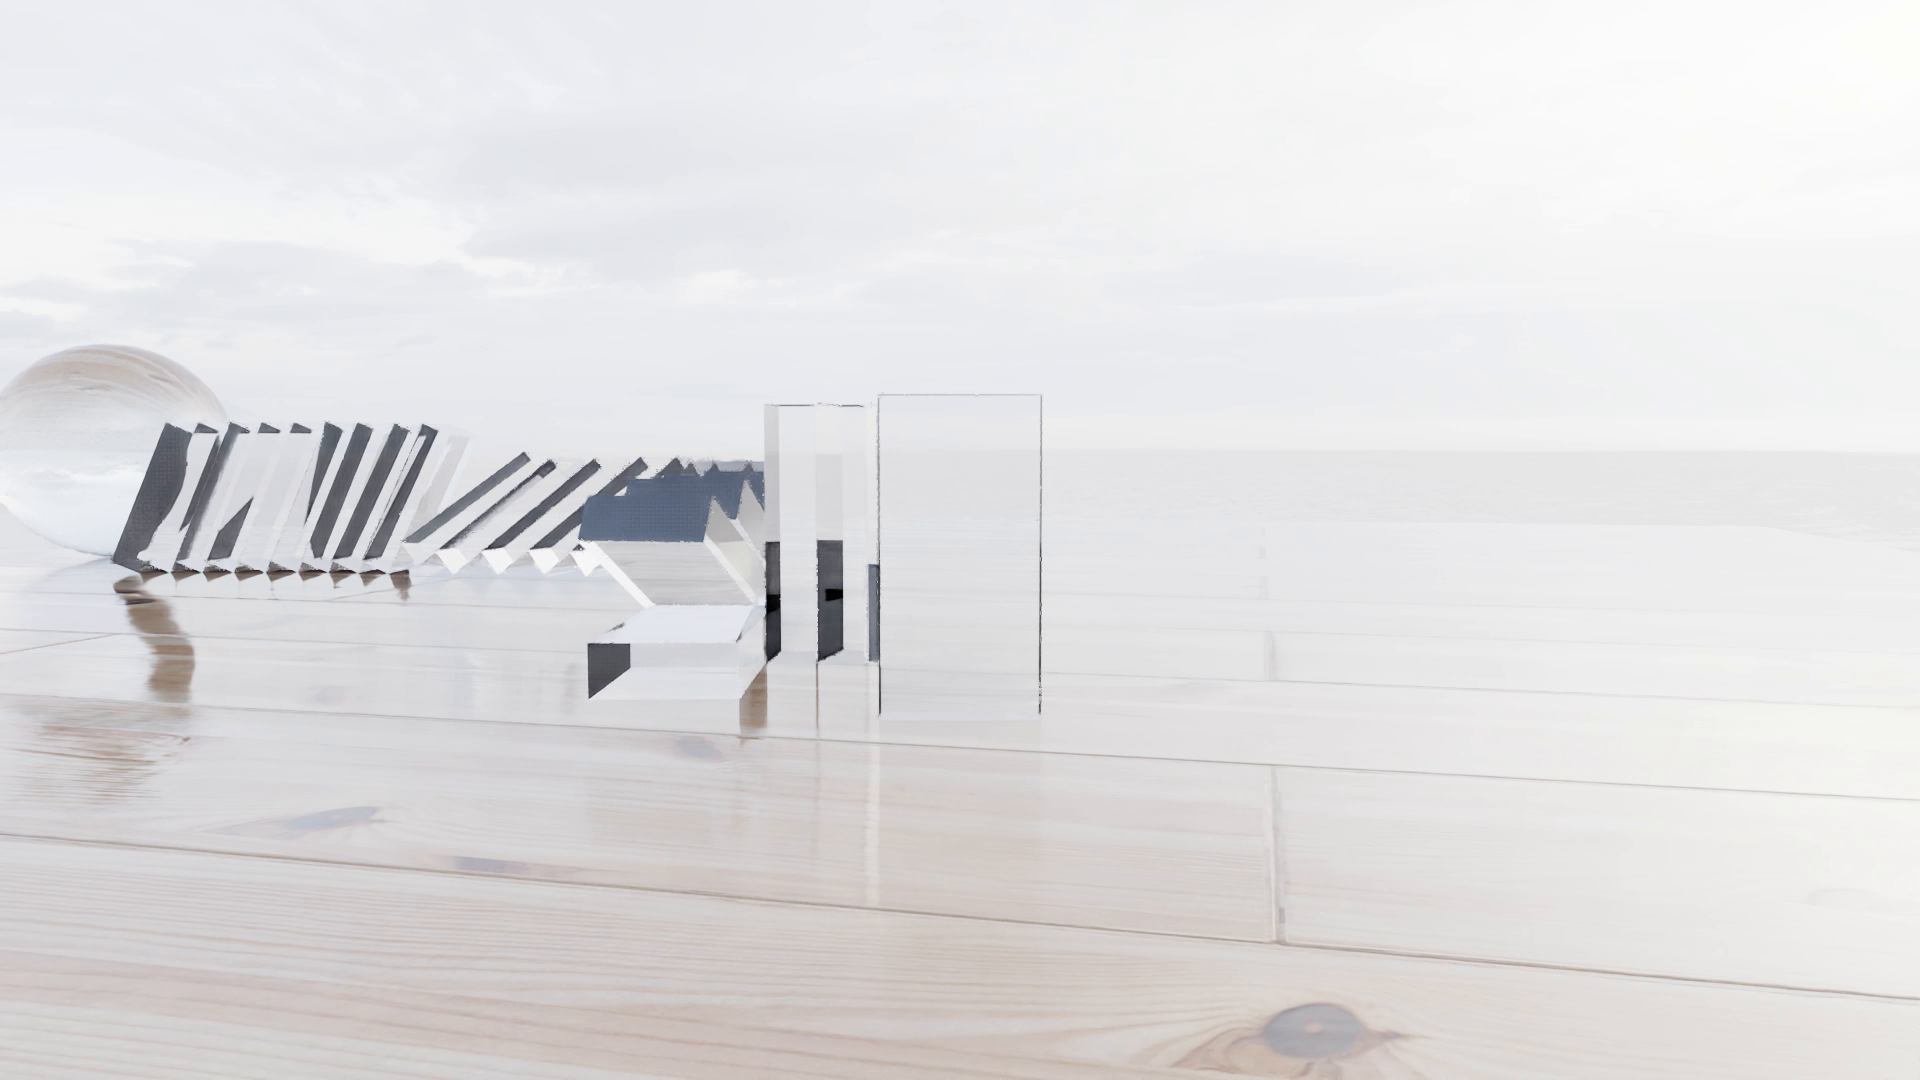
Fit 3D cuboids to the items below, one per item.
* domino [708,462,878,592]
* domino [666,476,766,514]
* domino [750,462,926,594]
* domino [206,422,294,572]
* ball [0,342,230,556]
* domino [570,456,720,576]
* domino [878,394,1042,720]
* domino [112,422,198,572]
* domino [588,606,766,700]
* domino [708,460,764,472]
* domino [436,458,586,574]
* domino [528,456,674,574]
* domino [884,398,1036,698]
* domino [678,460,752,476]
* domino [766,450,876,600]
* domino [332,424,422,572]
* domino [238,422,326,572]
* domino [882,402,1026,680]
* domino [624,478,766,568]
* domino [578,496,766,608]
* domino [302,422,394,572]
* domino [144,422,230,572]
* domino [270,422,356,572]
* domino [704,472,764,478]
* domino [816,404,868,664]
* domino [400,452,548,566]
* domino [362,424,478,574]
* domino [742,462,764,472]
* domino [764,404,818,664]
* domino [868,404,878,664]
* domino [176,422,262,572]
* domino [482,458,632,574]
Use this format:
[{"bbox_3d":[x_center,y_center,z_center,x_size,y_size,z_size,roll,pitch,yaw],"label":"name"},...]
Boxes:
[{"bbox_3d":[-0.048,-0.004,0.367,0.025,0.009,0.050,-5,-30,-48],"label":"domino"},{"bbox_3d":[-0.049,0.003,0.297,0.025,0.009,0.050,1,-29,10],"label":"domino"},{"bbox_3d":[-0.035,-0.003,0.358,0.025,0.009,0.050,-5,-30,-48],"label":"domino"},{"bbox_3d":[-0.235,-0.015,0.435,0.009,0.050,0.025,23,3,-3],"label":"domino"},{"bbox_3d":[-0.318,-0.034,0.483,0.080,0.080,0.080,0,4,0],"label":"ball"},{"bbox_3d":[-0.099,-0.008,0.413,0.050,0.009,0.025,-38,-10,17],"label":"domino"},{"bbox_3d":[0.000,0.002,0.201,0.025,0.050,0.009,0,4,0],"label":"domino"},{"bbox_3d":[-0.266,-0.015,0.434,0.009,0.050,0.025,23,3,-3],"label":"domino"},{"bbox_3d":[-0.050,0.020,0.238,0.025,0.009,0.050,0,4,-1],"label":"domino"},{"bbox_3d":[-0.074,-0.005,0.386,0.025,0.009,0.050,-5,-30,-50],"label":"domino"},{"bbox_3d":[-0.147,-0.008,0.428,0.050,0.009,0.025,-37,0,7],"label":"domino"},{"bbox_3d":[-0.114,-0.008,0.420,0.050,0.009,0.025,-37,-5,11],"label":"domino"},{"bbox_3d":[0.000,0.001,0.218,0.025,0.050,0.009,0,4,-2],"label":"domino"},{"bbox_3d":[-0.086,-0.006,0.399,0.050,0.010,0.025,-40,-19,31],"label":"domino"},{"bbox_3d":[-0.037,-0.003,0.335,0.025,0.009,0.050,-1,-38,-11],"label":"domino"},{"bbox_3d":[-0.192,-0.015,0.434,0.010,0.050,0.025,26,3,-3],"label":"domino"},{"bbox_3d":[-0.225,-0.015,0.435,0.009,0.050,0.025,23,3,-3],"label":"domino"},{"bbox_3d":[-0.001,0.000,0.235,0.025,0.050,0.009,-1,4,-7],"label":"domino"},{"bbox_3d":[-0.052,0.004,0.280,0.025,0.009,0.050,0,-29,11],"label":"domino"},{"bbox_3d":[-0.055,0.007,0.262,0.025,0.009,0.050,1,-25,10],"label":"domino"},{"bbox_3d":[-0.204,-0.015,0.435,0.009,0.050,0.025,23,3,-3],"label":"domino"},{"bbox_3d":[-0.256,-0.015,0.434,0.009,0.050,0.025,23,3,-3],"label":"domino"},{"bbox_3d":[-0.214,-0.015,0.436,0.009,0.050,0.025,23,3,-3],"label":"domino"},{"bbox_3d":[-0.045,0.001,0.315,0.025,0.009,0.050,1,-30,7],"label":"domino"},{"bbox_3d":[-0.020,-0.002,0.260,0.009,0.050,0.025,1,4,14],"label":"domino"},{"bbox_3d":[-0.161,-0.010,0.433,0.050,0.010,0.025,-37,0,-2],"label":"domino"},{"bbox_3d":[-0.181,-0.014,0.432,0.009,0.050,0.025,26,4,-2],"label":"domino"},{"bbox_3d":[-0.063,-0.004,0.374,0.025,0.009,0.050,-4,-31,-49],"label":"domino"},{"bbox_3d":[-0.032,-0.002,0.258,0.009,0.050,0.025,0,4,3],"label":"domino"},{"bbox_3d":[-0.005,-0.001,0.251,0.025,0.050,0.009,-2,5,-30],"label":"domino"},{"bbox_3d":[-0.245,-0.015,0.435,0.009,0.050,0.025,23,3,-3],"label":"domino"},{"bbox_3d":[-0.131,-0.008,0.424,0.050,0.009,0.025,-37,-3,10],"label":"domino"}]
